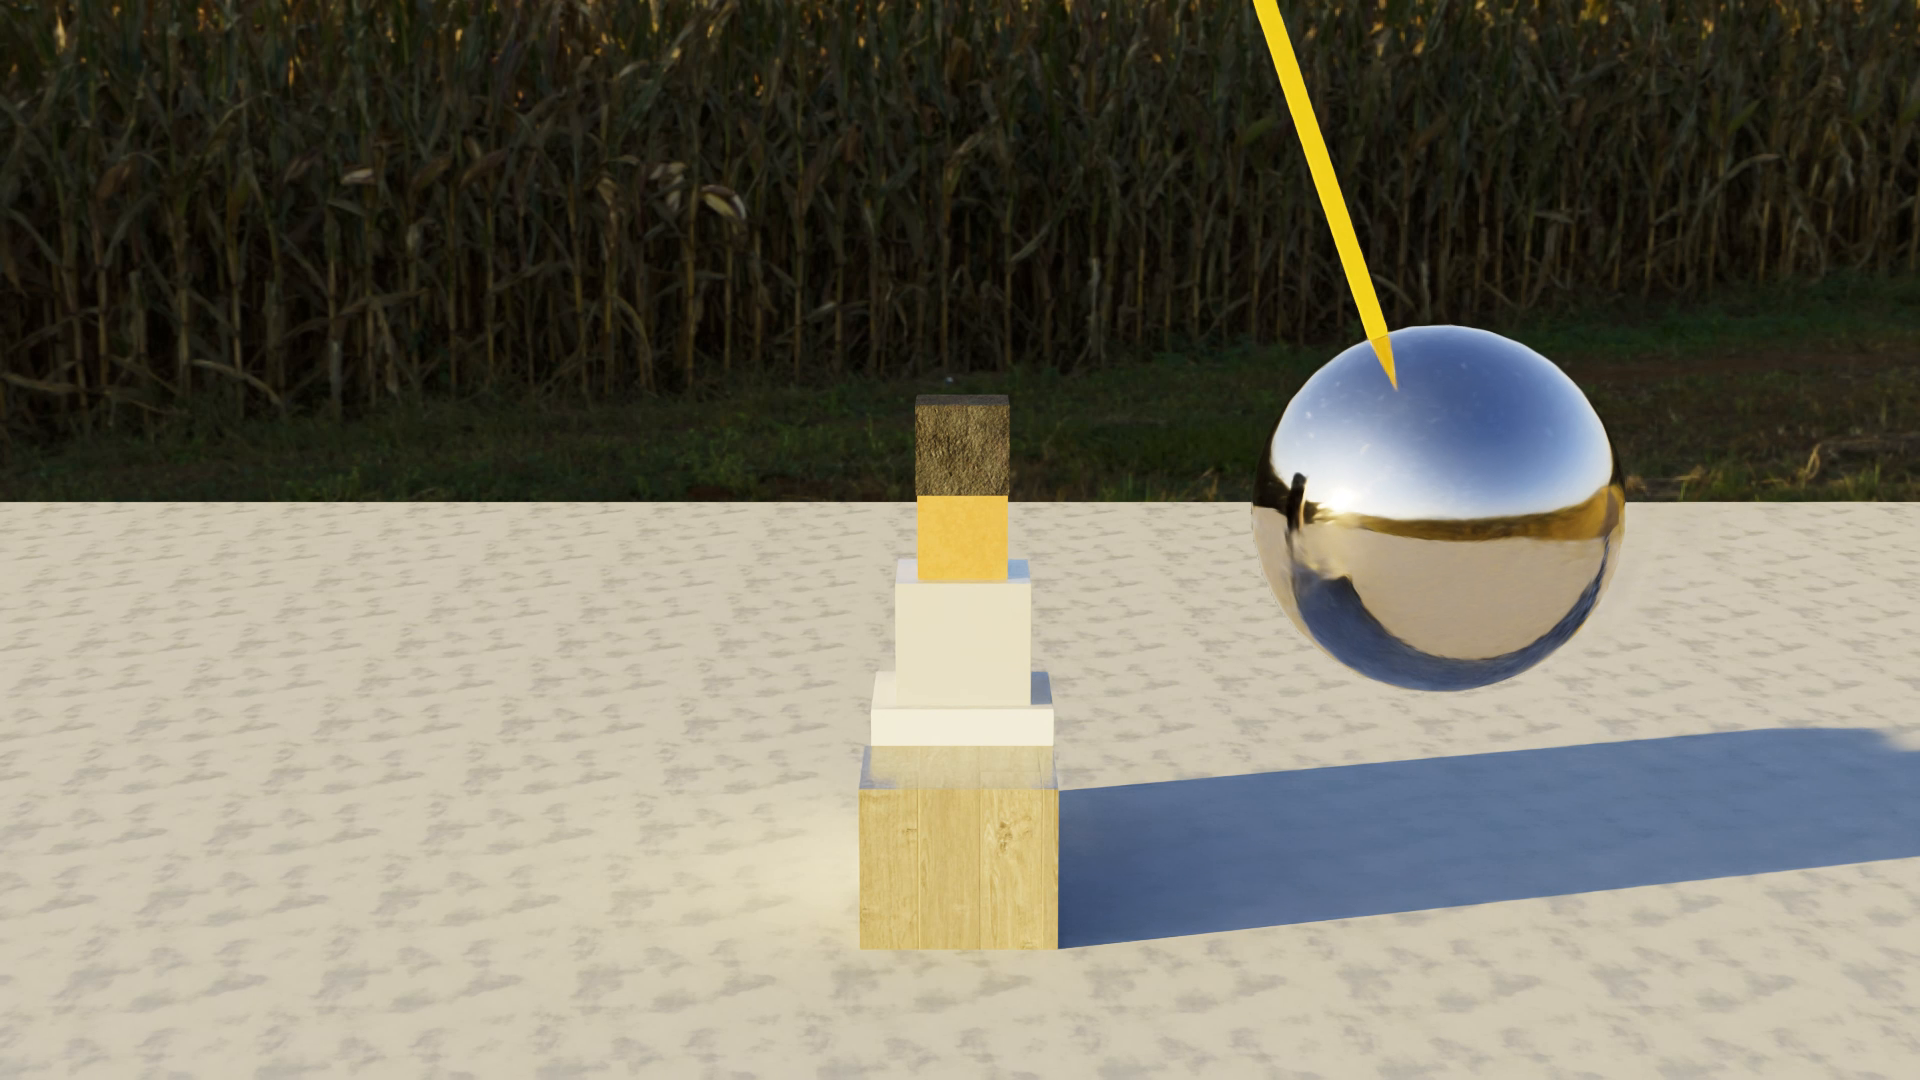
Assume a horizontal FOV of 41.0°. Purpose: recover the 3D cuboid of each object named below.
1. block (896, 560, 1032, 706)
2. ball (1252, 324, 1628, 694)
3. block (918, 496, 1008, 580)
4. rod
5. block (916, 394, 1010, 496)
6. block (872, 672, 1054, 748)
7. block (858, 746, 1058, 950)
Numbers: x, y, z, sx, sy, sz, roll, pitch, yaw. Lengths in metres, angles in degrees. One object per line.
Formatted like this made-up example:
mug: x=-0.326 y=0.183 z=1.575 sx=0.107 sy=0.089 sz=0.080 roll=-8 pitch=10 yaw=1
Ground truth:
block: x=0.014 y=0.398 z=11.253 sx=0.577 sy=0.533 sz=0.563 roll=0 pitch=10 yaw=0
ball: x=2.074 y=-0.136 z=11.156 sx=1.600 sy=1.600 sz=1.600 roll=0 pitch=10 yaw=0
block: x=0.011 y=-0.043 z=11.173 sx=0.386 sy=0.363 sz=0.363 roll=0 pitch=10 yaw=0
rod: x=0.899 y=-3.275 z=10.585 sx=0.080 sy=5.200 sz=0.080 roll=-20 pitch=10 yaw=4
block: x=0.011 y=-0.413 z=11.105 sx=0.401 sy=0.389 sz=0.370 roll=0 pitch=10 yaw=0
block: x=0.010 y=1.068 z=11.373 sx=0.778 sy=0.829 sz=0.707 roll=0 pitch=10 yaw=0
block: x=-0.005 y=1.271 z=10.694 sx=0.803 sy=0.673 sz=0.681 roll=0 pitch=10 yaw=0
